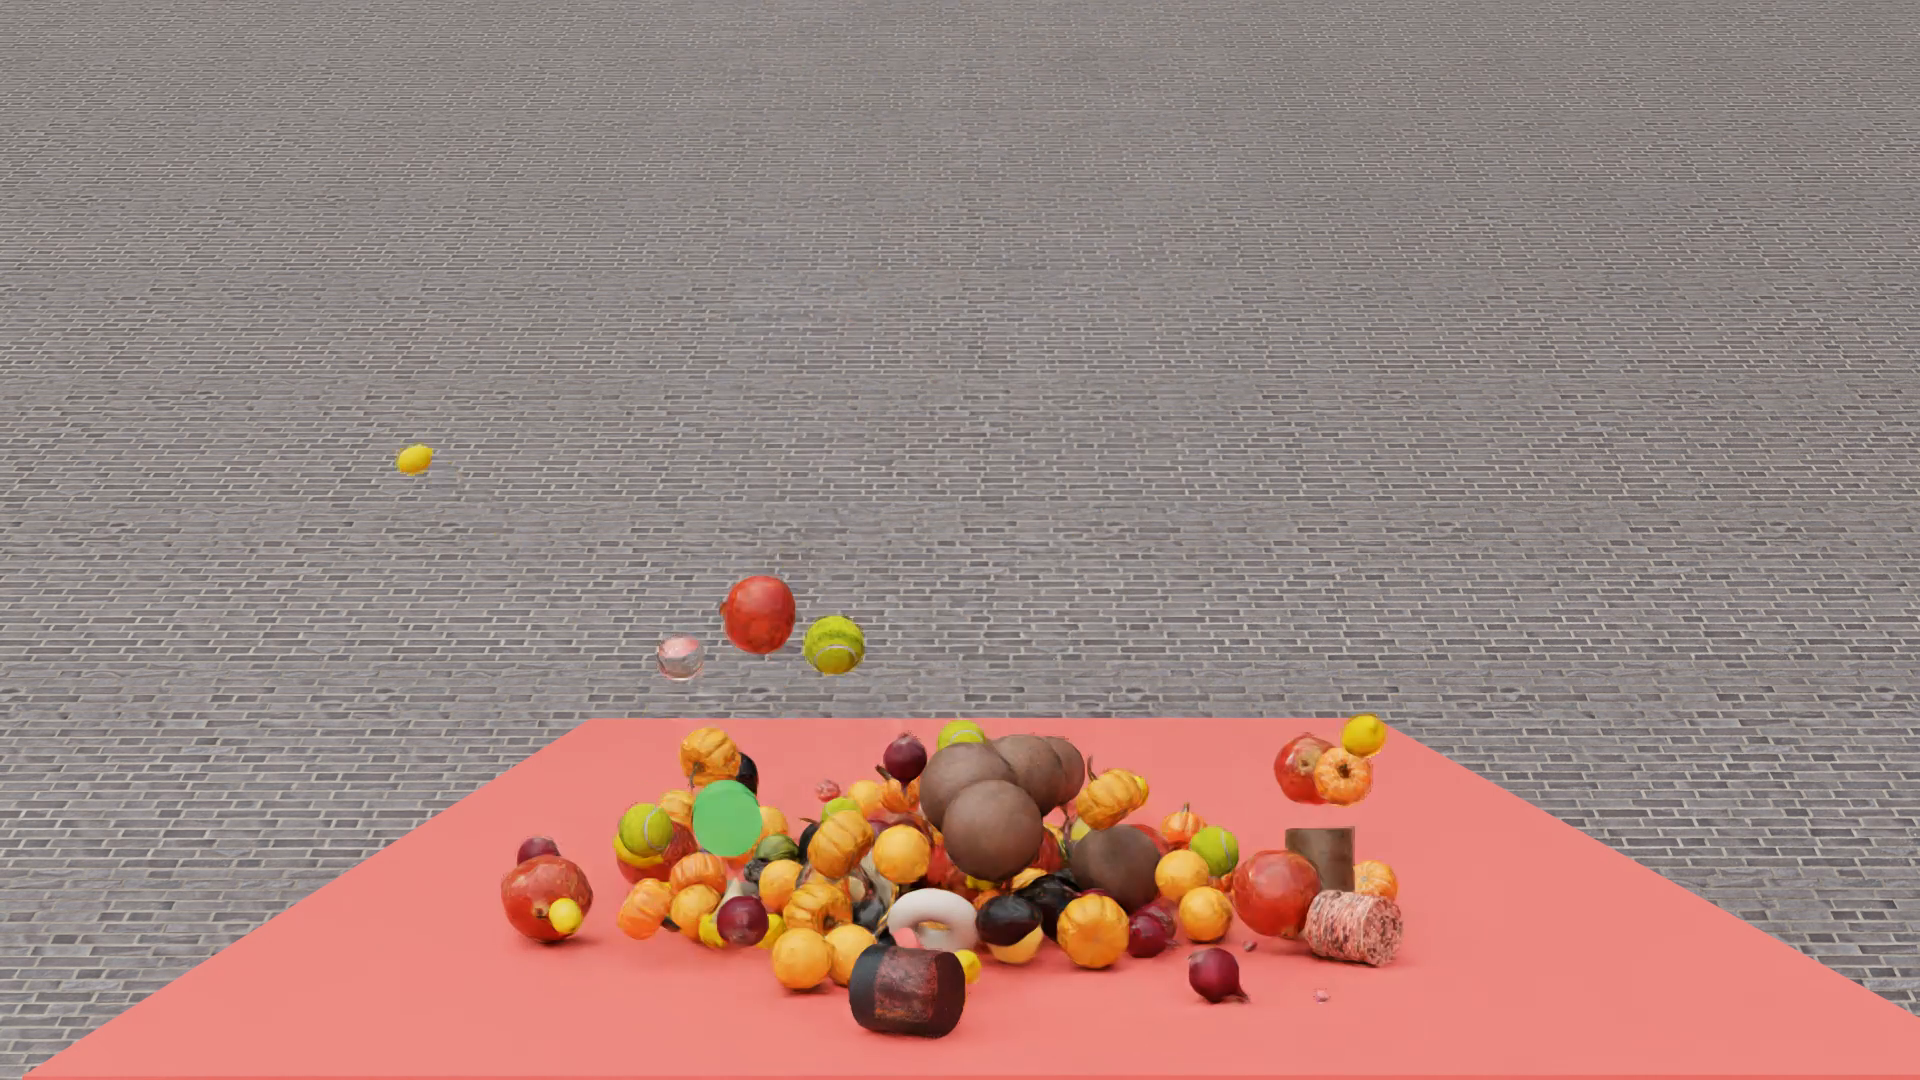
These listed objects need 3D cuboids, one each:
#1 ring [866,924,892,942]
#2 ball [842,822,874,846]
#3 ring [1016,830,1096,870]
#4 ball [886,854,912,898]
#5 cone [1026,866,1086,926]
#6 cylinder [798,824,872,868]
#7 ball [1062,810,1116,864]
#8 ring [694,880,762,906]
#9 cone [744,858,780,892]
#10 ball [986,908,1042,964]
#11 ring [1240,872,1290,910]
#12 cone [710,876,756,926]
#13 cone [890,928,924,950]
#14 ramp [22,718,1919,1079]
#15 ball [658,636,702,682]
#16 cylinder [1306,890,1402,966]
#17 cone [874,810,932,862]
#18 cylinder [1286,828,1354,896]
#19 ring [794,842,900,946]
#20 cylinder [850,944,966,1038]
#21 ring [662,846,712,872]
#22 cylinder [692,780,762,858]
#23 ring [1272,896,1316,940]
[{"bbox_3d":[-0.124,0.500,3.378,0.108,0.036,0.108,2,6,0],"label":"ring"},{"bbox_3d":[-0.167,0.473,4.032,0.067,0.067,0.067,0,27,0],"label":"ball"},{"bbox_3d":[0.156,0.483,4.015,0.135,0.045,0.135,-1,5,0],"label":"ring"},{"bbox_3d":[-0.107,0.463,3.462,0.084,0.084,0.084,0,27,0],"label":"ball"},{"bbox_3d":[0.138,0.462,3.470,0.083,0.083,0.083,7,28,14],"label":"cone"},{"bbox_3d":[-0.185,0.464,3.839,0.080,0.080,0.080,11,15,-41],"label":"cylinder"},{"bbox_3d":[0.190,0.436,3.789,0.078,0.078,0.078,0,27,0],"label":"ball"},{"bbox_3d":[-0.323,0.493,3.606,0.097,0.032,0.097,5,-9,1],"label":"ring"},{"bbox_3d":[-0.290,0.500,3.763,0.053,0.053,0.053,-2,28,-3],"label":"cone"},{"bbox_3d":[0.067,0.488,3.182,0.070,0.070,0.070,0,27,0],"label":"ball"},{"bbox_3d":[0.456,0.493,3.629,0.126,0.042,0.126,-1,2,0],"label":"ring"},{"bbox_3d":[-0.282,0.450,3.230,0.060,0.060,0.060,2,-13,0],"label":"cone"},{"bbox_3d":[-0.045,0.509,3.048,0.077,0.077,0.077,29,17,-24],"label":"cone"},{"bbox_3d":[0.060,0.545,4.581,2.000,0.100,4.000,0,1,0],"label":"ramp"},{"bbox_3d":[-0.400,0.170,3.692,0.065,0.065,0.065,0,27,0],"label":"ball"},{"bbox_3d":[0.488,0.480,3.196,0.085,0.085,0.085,1,20,44],"label":"cylinder"},{"bbox_3d":[-0.083,0.485,4.059,0.088,0.088,0.088,27,31,6],"label":"cone"},{"bbox_3d":[0.474,0.424,3.399,0.088,0.088,0.088,-1,-7,0],"label":"cylinder"},{"bbox_3d":[-0.145,0.455,3.320,0.141,0.047,0.141,-5,63,10],"label":"ring"},{"bbox_3d":[-0.056,0.486,2.786,0.091,0.091,0.091,1,23,31],"label":"cylinder"},{"bbox_3d":[-0.414,0.485,3.922,0.078,0.078,0.026,1,67,2],"label":"ring"},{"bbox_3d":[-0.295,0.352,3.266,0.086,0.086,0.086,-3,3,-6],"label":"cylinder"},{"bbox_3d":[0.484,0.494,3.383,0.149,0.050,0.149,0,1,0],"label":"ring"}]
